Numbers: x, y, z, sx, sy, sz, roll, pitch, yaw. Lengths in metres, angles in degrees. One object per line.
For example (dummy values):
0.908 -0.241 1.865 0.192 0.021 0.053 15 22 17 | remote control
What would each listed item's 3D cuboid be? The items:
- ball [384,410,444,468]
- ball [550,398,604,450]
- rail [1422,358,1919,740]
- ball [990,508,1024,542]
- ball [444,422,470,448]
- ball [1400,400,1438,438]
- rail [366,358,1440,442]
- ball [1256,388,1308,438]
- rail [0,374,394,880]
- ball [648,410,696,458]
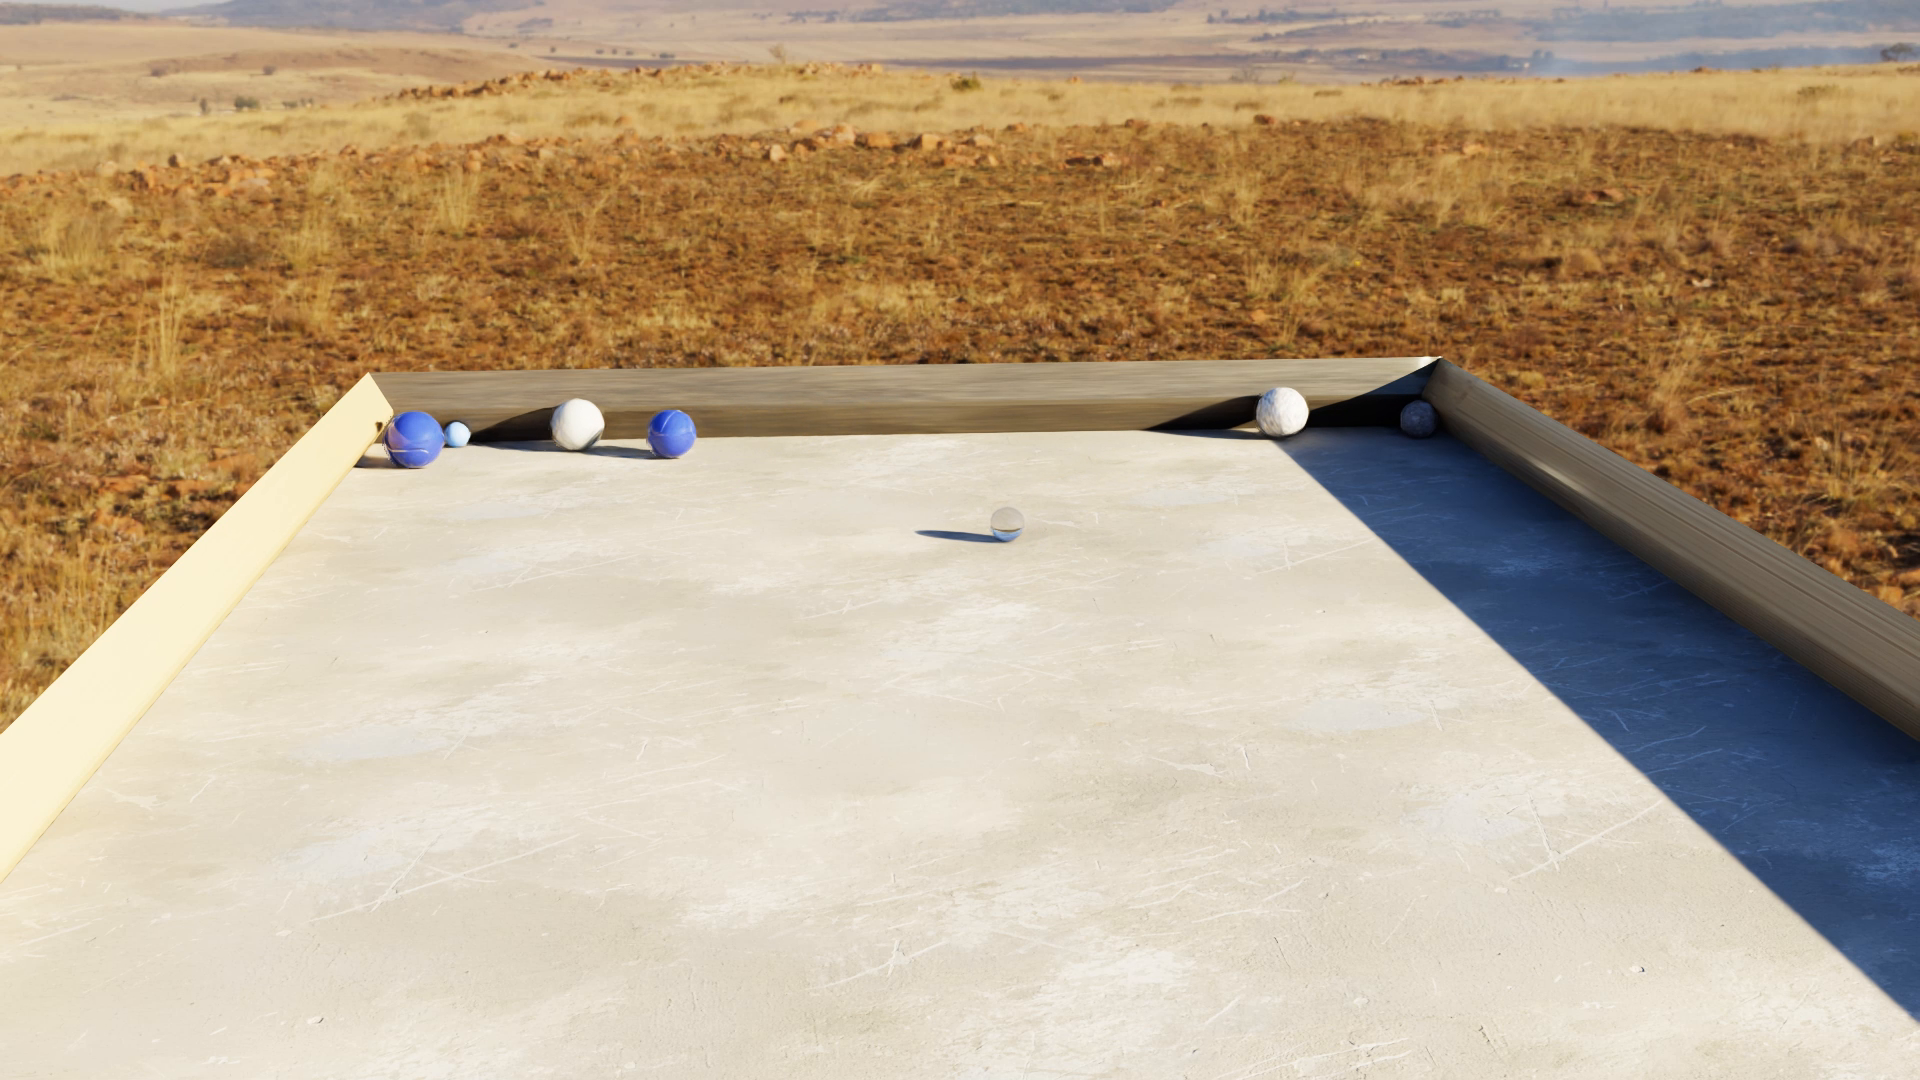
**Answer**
-0.854 -0.157 3.443 0.090 0.090 0.090 0 14 0 | ball
-0.621 -0.187 3.571 0.085 0.085 0.085 0 14 0 | ball
0.949 0.169 2.096 0.045 0.117 3.468 -1 14 -5 | rail
0.064 -0.022 2.996 0.047 0.047 0.047 0 14 0 | ball
-0.824 -0.172 3.600 0.042 0.042 0.042 0 14 0 | ball
0.766 -0.201 3.671 0.063 0.063 0.063 0 14 0 | ball
-0.073 -0.231 3.674 1.803 0.117 0.045 -1 14 -5 | rail
0.537 -0.212 3.668 0.086 0.086 0.086 0 14 0 | ball
-0.800 0.207 1.949 0.045 0.117 3.468 -1 14 -5 | rail
-0.461 -0.170 3.518 0.078 0.078 0.078 0 14 0 | ball
